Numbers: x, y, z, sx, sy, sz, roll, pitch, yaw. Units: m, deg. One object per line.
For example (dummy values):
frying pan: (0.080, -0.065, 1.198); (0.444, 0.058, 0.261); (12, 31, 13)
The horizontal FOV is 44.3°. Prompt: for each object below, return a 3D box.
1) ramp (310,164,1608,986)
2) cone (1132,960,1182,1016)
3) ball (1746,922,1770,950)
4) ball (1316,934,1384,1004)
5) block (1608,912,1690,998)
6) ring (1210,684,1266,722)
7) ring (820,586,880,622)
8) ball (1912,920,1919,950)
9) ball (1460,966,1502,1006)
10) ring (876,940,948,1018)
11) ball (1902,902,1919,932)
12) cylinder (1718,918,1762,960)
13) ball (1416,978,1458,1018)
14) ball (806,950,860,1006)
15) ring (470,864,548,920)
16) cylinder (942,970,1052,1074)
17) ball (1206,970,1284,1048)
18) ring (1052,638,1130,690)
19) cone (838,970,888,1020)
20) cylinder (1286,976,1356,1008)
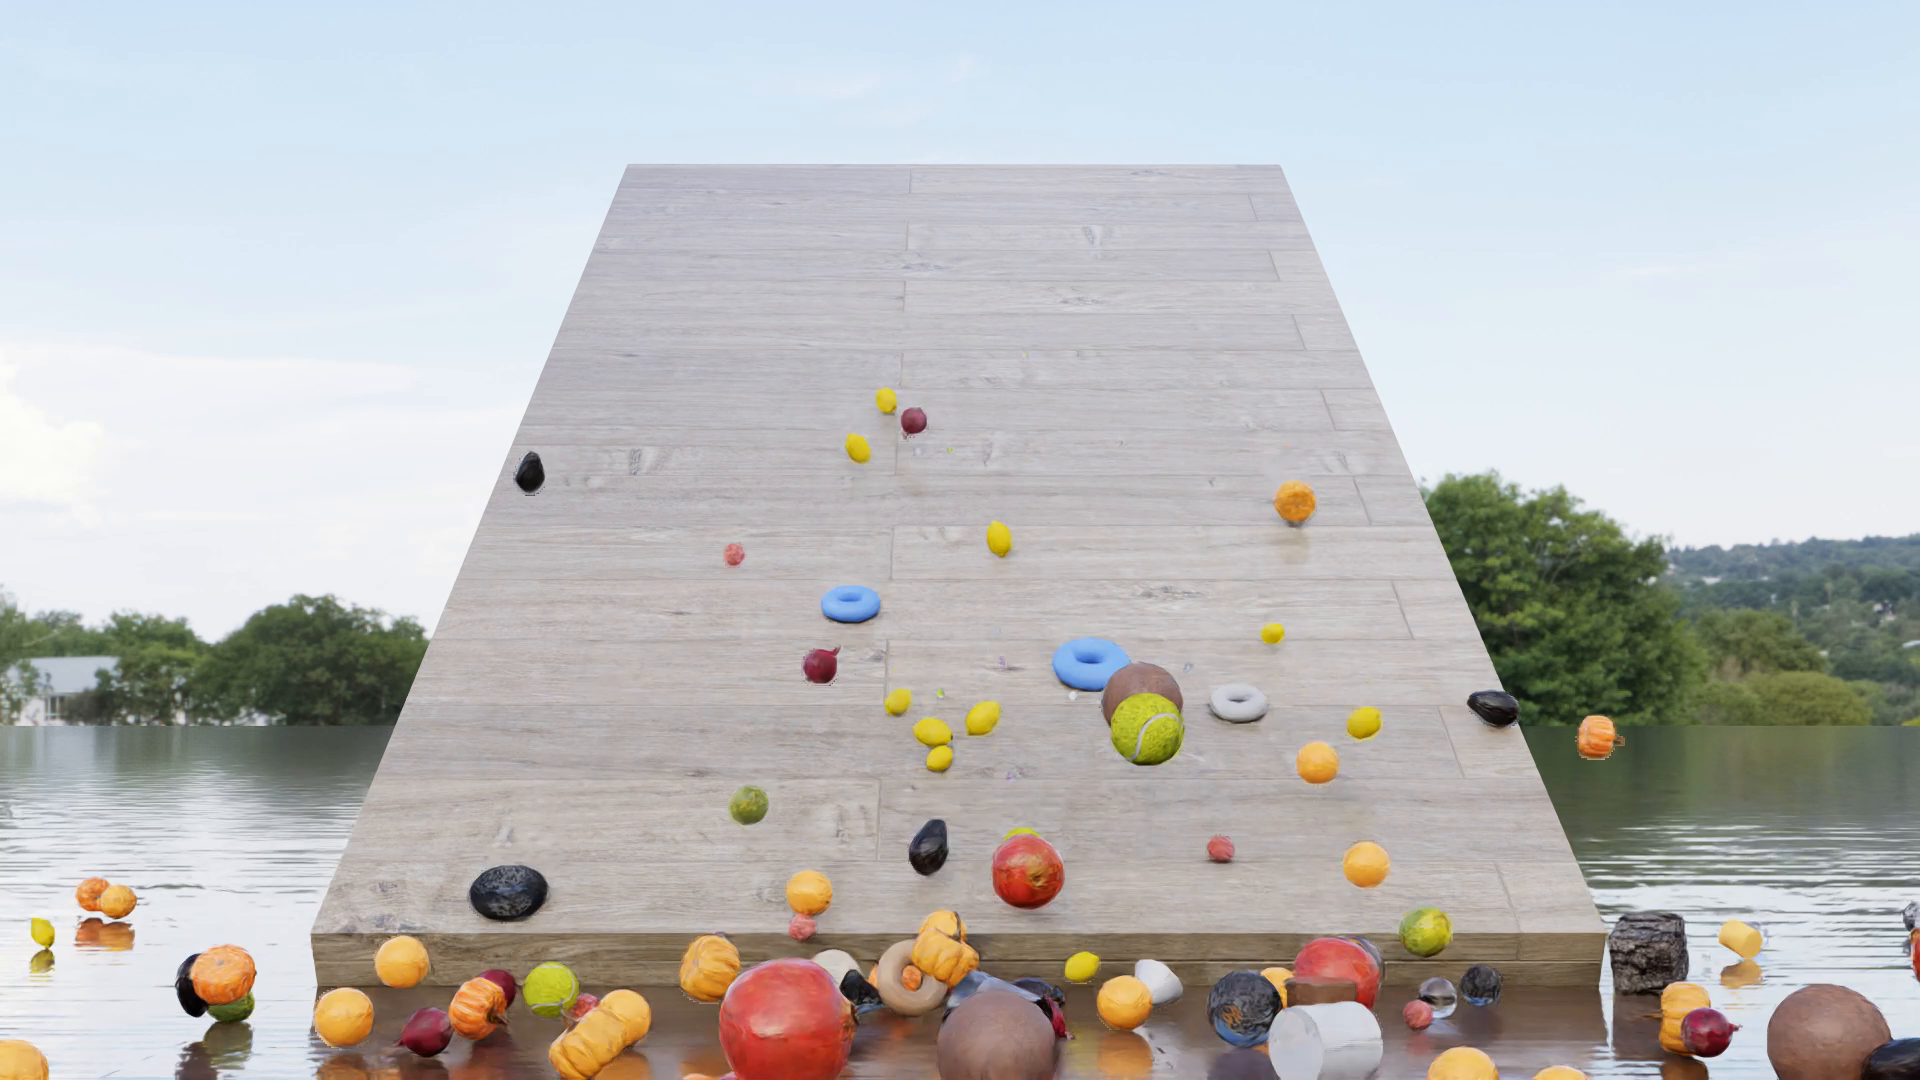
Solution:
ramp: (-0.010, -0.229, 5.452); (2.000, 0.100, 4.000); (0, 26, 0)
cone: (0.260, 0.646, 3.320); (0.078, 0.078, 0.078); (-4, 30, 42)
ball: (1.428, 0.712, 4.240); (0.053, 0.053, 0.053); (0, -4, 0)
ball: (0.572, 0.629, 3.453); (0.100, 0.100, 0.100); (0, -4, 0)
block: (1.045, 0.628, 3.573); (0.092, 0.092, 0.092); (-3, 16, 31)
ring: (0.500, 0.293, 4.239); (0.103, 0.034, 0.103); (-1, 25, 0)
ring: (-0.213, 0.123, 4.577); (0.116, 0.039, 0.116); (0, 25, 0)
ball: (1.719, 0.699, 4.164); (0.067, 0.067, 0.067); (0, -4, 0)
ball: (0.754, 0.646, 3.415); (0.060, 0.060, 0.060); (0, -4, 0)
ring: (-0.065, 0.600, 3.226); (0.106, 0.106, 0.035); (2, -19, -26)
ball: (1.861, 0.733, 4.573); (0.063, 0.063, 0.063); (0, -4, 0)
cylinder: (1.360, 0.694, 4.106); (0.052, 0.052, 0.052); (2, 24, -25)
ball: (0.664, 0.637, 3.280); (0.056, 0.056, 0.056); (0, -4, 0)
ball: (-0.185, 0.636, 3.427); (0.081, 0.081, 0.081); (0, -4, 0)
ring: (-0.707, 0.552, 3.694); (0.123, 0.041, 0.123); (1, 25, -1)
cylinder: (0.044, 0.561, 2.746); (0.093, 0.093, 0.093); (17, 5, 30)
ball: (0.361, 0.595, 2.990); (0.096, 0.096, 0.096); (0, -4, 0)
ring: (0.242, 0.229, 4.351); (0.145, 0.048, 0.145); (1, 27, 0)
cone: (-0.124, 0.639, 3.283); (0.071, 0.071, 0.071); (16, -11, -24)
cylinder: (0.454, 0.597, 2.962); (0.088, 0.088, 0.088); (0, -4, 0)
